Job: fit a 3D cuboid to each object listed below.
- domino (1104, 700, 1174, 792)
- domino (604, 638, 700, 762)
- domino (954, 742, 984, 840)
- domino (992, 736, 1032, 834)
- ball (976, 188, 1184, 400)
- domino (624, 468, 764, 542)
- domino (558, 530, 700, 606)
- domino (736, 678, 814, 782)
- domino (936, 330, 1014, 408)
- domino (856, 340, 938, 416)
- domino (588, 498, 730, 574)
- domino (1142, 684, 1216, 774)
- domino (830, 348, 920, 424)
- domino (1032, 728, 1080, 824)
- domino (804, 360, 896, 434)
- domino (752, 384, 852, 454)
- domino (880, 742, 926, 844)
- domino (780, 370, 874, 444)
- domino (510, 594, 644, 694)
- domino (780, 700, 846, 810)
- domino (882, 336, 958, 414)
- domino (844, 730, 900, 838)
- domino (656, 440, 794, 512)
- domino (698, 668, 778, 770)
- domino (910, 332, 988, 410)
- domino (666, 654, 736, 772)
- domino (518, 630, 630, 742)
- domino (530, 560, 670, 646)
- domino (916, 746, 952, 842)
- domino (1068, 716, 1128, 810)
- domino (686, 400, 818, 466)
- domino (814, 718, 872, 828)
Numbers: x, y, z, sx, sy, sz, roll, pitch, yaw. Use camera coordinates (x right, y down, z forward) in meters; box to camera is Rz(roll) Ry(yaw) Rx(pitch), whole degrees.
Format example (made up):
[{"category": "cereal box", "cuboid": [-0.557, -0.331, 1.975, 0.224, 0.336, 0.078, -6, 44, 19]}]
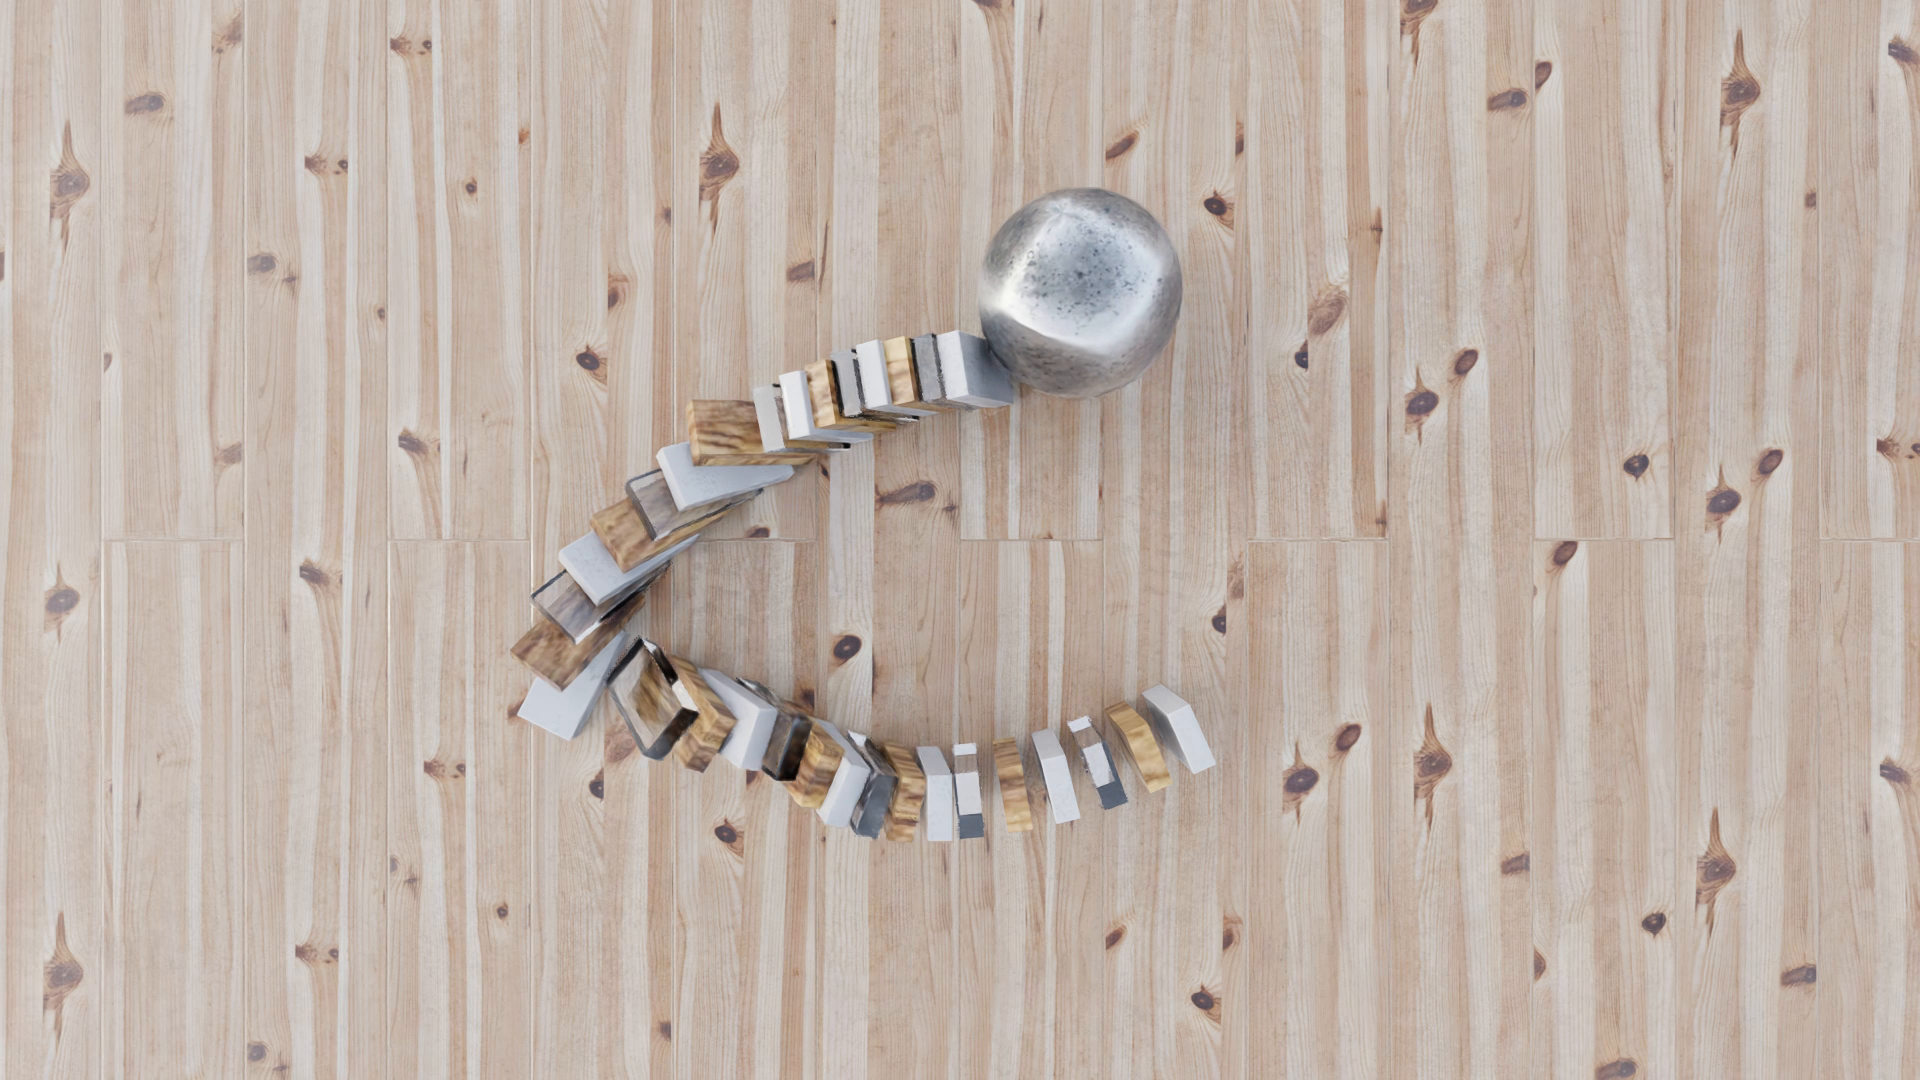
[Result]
[{"category": "domino", "cuboid": [0.072, 0.083, 0.375, 0.009, 0.050, 0.025, -23, 90, 0]}, {"category": "domino", "cuboid": [-0.128, 0.065, 0.379, 0.025, 0.009, 0.050, -51, 48, 1]}, {"category": "domino", "cuboid": [0.003, 0.101, 0.375, 0.009, 0.050, 0.025, -6, 90, 0]}, {"category": "domino", "cuboid": [0.021, 0.099, 0.375, 0.009, 0.050, 0.025, -10, 90, 0]}, {"category": "ball", "cuboid": [0.046, -0.096, 0.360, 0.080, 0.080, 0.080, 0, 90, 0]}, {"category": "domino", "cuboid": [-0.110, -0.021, 0.382, 0.050, 0.009, 0.025, -28, 90, -35]}, {"category": "domino", "cuboid": [-0.137, 0.003, 0.382, 0.050, 0.010, 0.025, -39, 90, -35]}, {"category": "domino", "cuboid": [-0.080, 0.077, 0.378, 0.010, 0.050, 0.025, 18, 90, -41]}, {"category": "domino", "cuboid": [0.007, -0.069, 0.375, 0.009, 0.050, 0.025, -9, 90, 24]}, {"category": "domino", "cuboid": [-0.024, -0.065, 0.375, 0.010, 0.050, 0.025, -9, 90, 24]}, {"category": "domino", "cuboid": [-0.124, -0.010, 0.382, 0.050, 0.010, 0.025, -34, 90, -35]}, {"category": "domino", "cuboid": [0.089, 0.076, 0.375, 0.009, 0.050, 0.025, -24, 90, 0]}, {"category": "domino", "cuboid": [-0.034, -0.062, 0.375, 0.010, 0.050, 0.025, -9, 90, 24]}, {"category": "domino", "cuboid": [0.039, 0.095, 0.375, 0.009, 0.050, 0.025, -14, 90, 0]}, {"category": "domino", "cuboid": [-0.044, -0.058, 0.375, 0.009, 0.050, 0.025, -9, 90, 24]}, {"category": "domino", "cuboid": [-0.064, -0.049, 0.375, 0.009, 0.050, 0.025, -11, 90, 24]}, {"category": "domino", "cuboid": [-0.026, 0.102, 0.375, 0.010, 0.050, 0.025, 13, 90, -15]}, {"category": "domino", "cuboid": [-0.054, -0.054, 0.375, 0.010, 0.050, 0.025, -9, 90, 24]}, {"category": "domino", "cuboid": [-0.159, 0.036, 0.383, 0.025, 0.010, 0.050, 35, 58, 1]}, {"category": "domino", "cuboid": [-0.066, 0.087, 0.377, 0.010, 0.050, 0.025, 23, 90, -35]}, {"category": "domino", "cuboid": [-0.014, -0.067, 0.375, 0.009, 0.050, 0.025, -9, 90, 24]}, {"category": "domino", "cuboid": [-0.040, 0.099, 0.375, 0.009, 0.050, 0.025, 20, 90, -22]}, {"category": "domino", "cuboid": [-0.097, -0.031, 0.381, 0.050, 0.010, 0.025, -21, 87, -35]}, {"category": "domino", "cuboid": [-0.096, 0.073, 0.379, 0.050, 0.009, 0.025, 18, 90, 45]}, {"category": "domino", "cuboid": [-0.003, -0.068, 0.375, 0.009, 0.050, 0.025, -9, 90, 24]}, {"category": "domino", "cuboid": [-0.114, 0.071, 0.380, 0.050, 0.010, 0.025, 33, 90, 43]}, {"category": "domino", "cuboid": [-0.166, 0.058, 0.395, 0.025, 0.009, 0.050, 27, 90, 0]}, {"category": "domino", "cuboid": [-0.149, 0.017, 0.383, 0.025, 0.010, 0.050, 44, 59, 0]}, {"category": "domino", "cuboid": [-0.011, 0.102, 0.375, 0.010, 0.050, 0.025, 0, 90, -8]}, {"category": "domino", "cuboid": [0.056, 0.090, 0.375, 0.010, 0.050, 0.025, -20, 90, 0]}, {"category": "domino", "cuboid": [-0.086, -0.044, 0.380, 0.050, 0.009, 0.025, -4, 78, -33]}, {"category": "domino", "cuboid": [-0.054, 0.094, 0.376, 0.010, 0.050, 0.025, 23, 90, -29]}]
